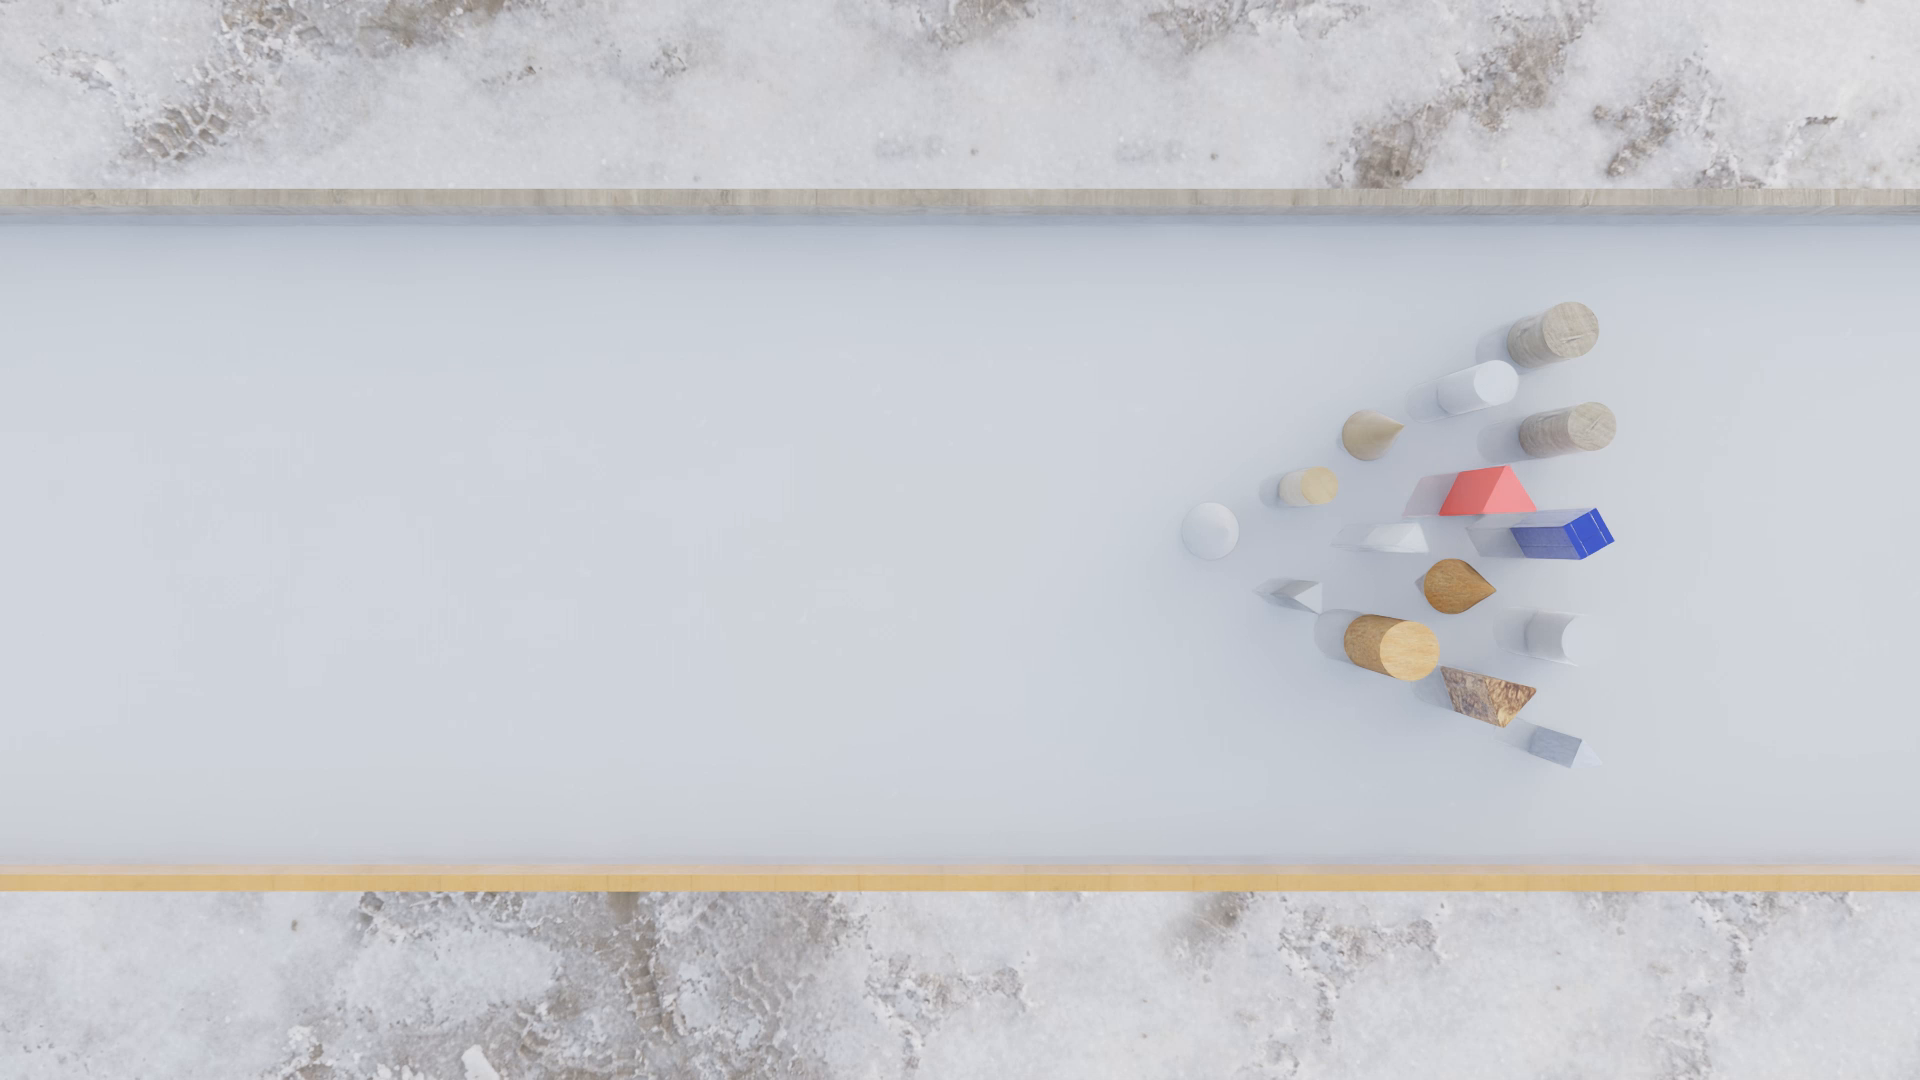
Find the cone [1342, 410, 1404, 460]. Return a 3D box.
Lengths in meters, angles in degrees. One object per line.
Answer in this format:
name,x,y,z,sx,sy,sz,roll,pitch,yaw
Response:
cone,1.255,-0.322,4.860,0.158,0.432,0.158,0,90,0

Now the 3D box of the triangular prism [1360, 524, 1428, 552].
triangular prism,1.282,-0.011,4.859,0.087,0.435,0.076,12,90,0

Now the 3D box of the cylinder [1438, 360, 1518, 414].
cylinder,1.532,-0.451,4.894,0.127,0.364,0.127,0,90,0

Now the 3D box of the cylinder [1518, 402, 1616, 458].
cylinder,1.789,-0.322,4.872,0.140,0.409,0.140,0,90,0

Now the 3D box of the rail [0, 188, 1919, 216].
rail,-2.247,-1.025,5.002,12.000,0.150,0.050,0,90,0

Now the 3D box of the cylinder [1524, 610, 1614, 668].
cylinder,1.815,0.293,4.921,0.153,0.312,0.153,0,90,0

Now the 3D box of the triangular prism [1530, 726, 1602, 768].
triangular prism,1.790,0.610,4.901,0.091,0.351,0.079,-8,90,0

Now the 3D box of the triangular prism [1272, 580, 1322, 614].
triangular prism,1.017,0.156,4.902,0.090,0.348,0.078,31,90,0

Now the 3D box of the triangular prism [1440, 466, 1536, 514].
triangular prism,1.547,-0.146,4.863,0.151,0.427,0.131,-3,90,0

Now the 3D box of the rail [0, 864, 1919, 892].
rail,-2.247,1.025,5.001,12.000,0.150,0.050,0,90,0

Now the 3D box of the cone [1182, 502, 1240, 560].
cone,0.771,-0.028,4.906,0.176,0.340,0.176,0,90,0

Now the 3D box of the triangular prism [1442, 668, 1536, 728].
triangular prism,1.527,0.433,4.857,0.126,0.439,0.146,42,90,0

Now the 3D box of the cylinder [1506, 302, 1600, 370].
cylinder,1.764,-0.607,4.919,0.164,0.314,0.164,0,90,0

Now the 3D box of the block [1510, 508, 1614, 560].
block,1.764,-0.017,4.852,0.108,0.450,0.108,-29,90,0

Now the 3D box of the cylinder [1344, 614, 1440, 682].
cylinder,1.265,0.313,4.859,0.169,0.435,0.169,0,90,0

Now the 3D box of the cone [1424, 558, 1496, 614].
cone,1.514,0.143,4.862,0.172,0.430,0.172,0,90,0

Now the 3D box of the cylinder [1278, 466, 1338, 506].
cylinder,1.034,-0.157,4.910,0.110,0.334,0.110,0,90,0
